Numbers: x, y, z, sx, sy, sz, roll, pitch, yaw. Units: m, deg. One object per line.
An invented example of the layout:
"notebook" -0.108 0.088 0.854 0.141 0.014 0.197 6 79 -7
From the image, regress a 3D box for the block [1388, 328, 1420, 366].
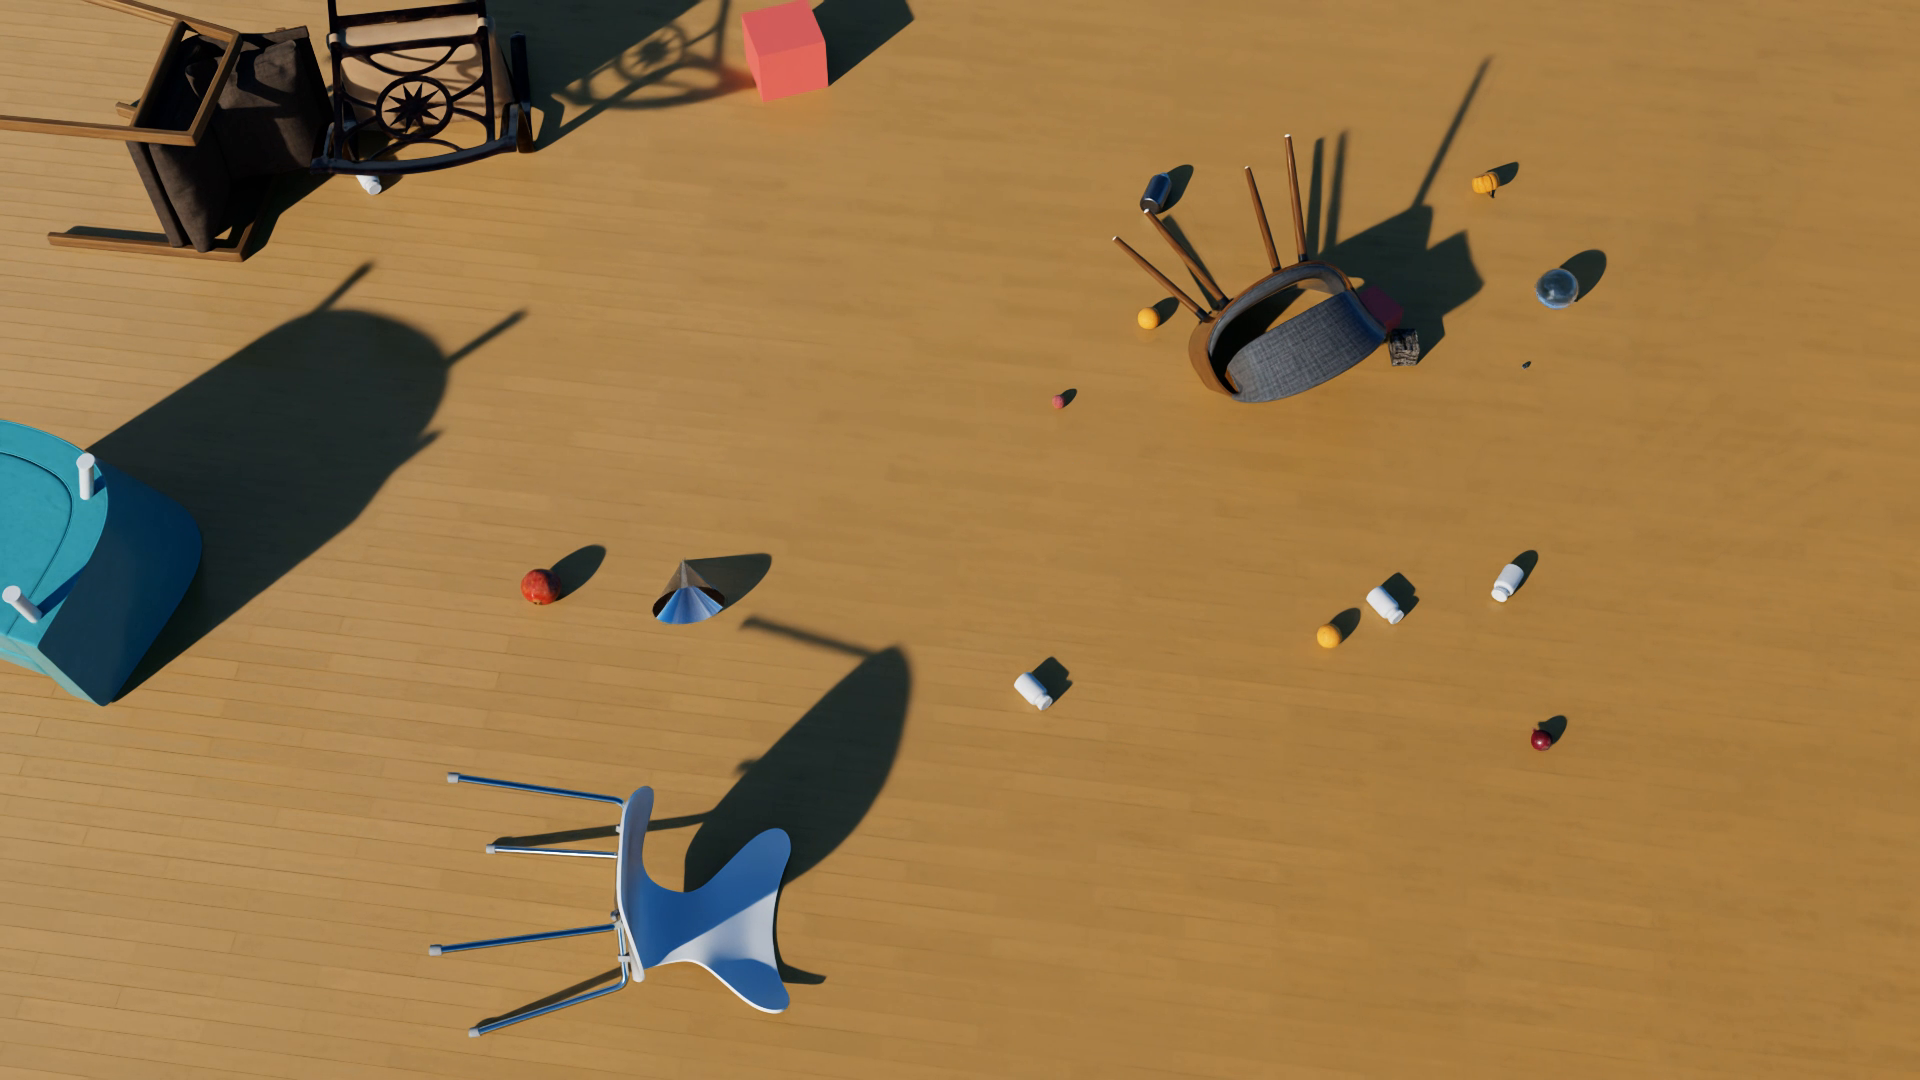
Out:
"block" 1.400 -0.607 6.934 0.075 0.079 0.086 -1 56 -1

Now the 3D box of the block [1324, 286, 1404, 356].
"block" 1.285 -0.696 6.993 0.207 0.081 0.130 -35 63 -21

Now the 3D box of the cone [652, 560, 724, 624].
"cone" -0.805 0.125 6.452 0.212 0.135 0.214 -11 39 -5

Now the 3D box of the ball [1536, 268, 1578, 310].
"ball" 1.911 -0.803 7.034 0.131 0.131 0.131 0 56 0

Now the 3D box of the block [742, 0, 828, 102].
"block" -0.603 -1.687 7.578 0.235 0.212 0.220 -16 58 -10
